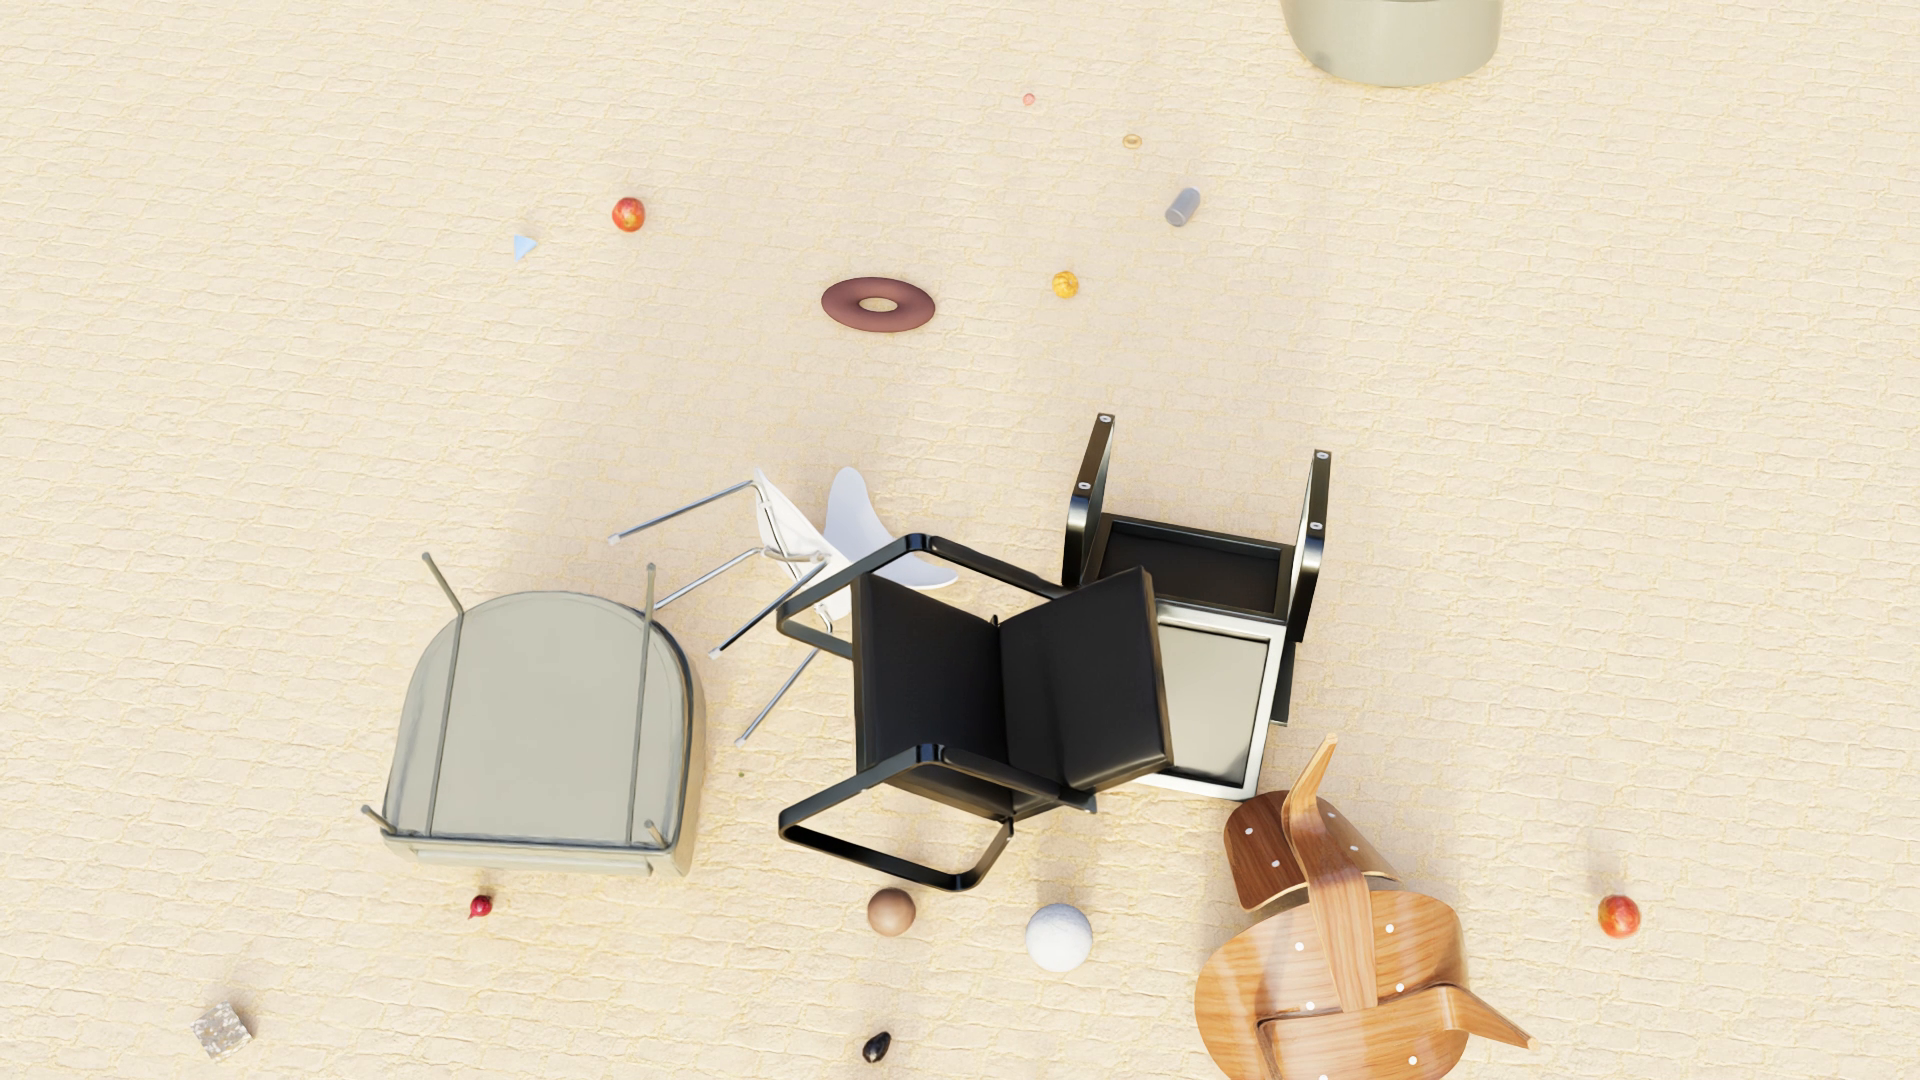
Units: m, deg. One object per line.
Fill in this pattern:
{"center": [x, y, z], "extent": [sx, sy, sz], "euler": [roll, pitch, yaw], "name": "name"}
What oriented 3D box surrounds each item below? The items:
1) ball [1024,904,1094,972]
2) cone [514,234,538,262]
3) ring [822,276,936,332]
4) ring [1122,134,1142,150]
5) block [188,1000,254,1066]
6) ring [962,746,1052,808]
{"center": [0.260, 1.043, 5.767], "extent": [0.179, 0.179, 0.179], "euler": [0, 56, 0], "name": "ball"}
{"center": [-1.437, -0.945, 7.193], "extent": [0.085, 0.049, 0.086], "euler": [19, 74, 5], "name": "cone"}
{"center": [-0.262, -0.754, 7.045], "extent": [0.370, 0.059, 0.217], "euler": [6, 56, 3], "name": "ring"}
{"center": [0.585, -1.353, 7.470], "extent": [0.068, 0.021, 0.061], "euler": [-6, 57, -5], "name": "ring"}
{"center": [-1.911, 1.275, 5.689], "extent": [0.109, 0.049, 0.119], "euler": [-34, 63, -21], "name": "block"}
{"center": [0.131, 0.656, 6.110], "extent": [0.285, 0.040, 0.152], "euler": [-26, 61, -17], "name": "ring"}
